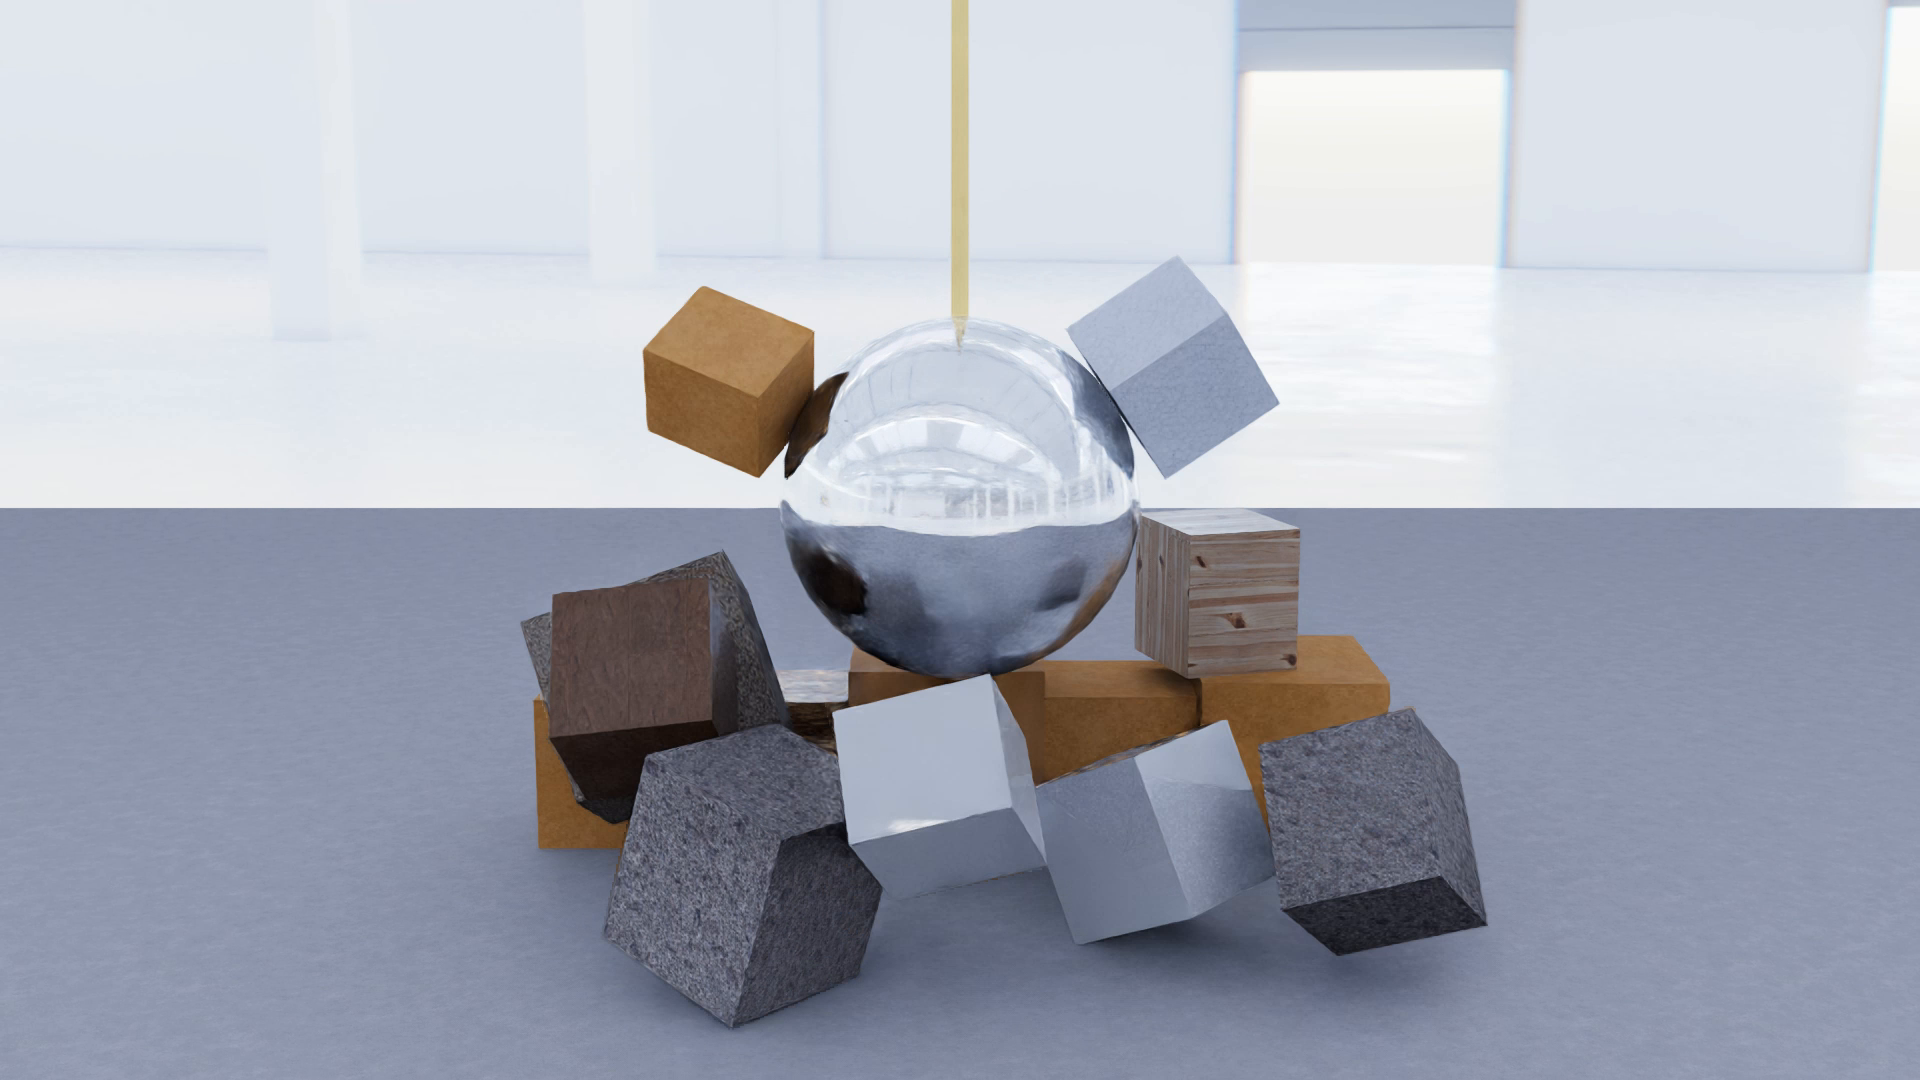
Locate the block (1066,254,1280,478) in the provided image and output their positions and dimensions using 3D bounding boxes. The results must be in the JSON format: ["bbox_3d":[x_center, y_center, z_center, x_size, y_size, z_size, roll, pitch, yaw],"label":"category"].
[{"bbox_3d":[0.931,-0.766,9.679,0.596,0.553,0.606,-34,35,4],"label":"block"}]

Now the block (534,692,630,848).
[{"bbox_3d":[-1.694,1.102,11.370,0.838,0.763,0.806,0,10,1],"label":"block"}]

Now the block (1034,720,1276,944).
[{"bbox_3d":[0.846,1.291,9.728,0.657,0.715,0.711,-15,-6,-45],"label":"block"}]

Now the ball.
[{"bbox_3d":[0.000,-0.184,9.728,1.600,1.600,1.600,0,10,0],"label":"ball"}]

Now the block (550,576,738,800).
[{"bbox_3d":[-1.356,0.648,9.531,0.680,0.685,0.644,-6,-31,2],"label":"block"}]

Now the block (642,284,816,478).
[{"bbox_3d":[-1.013,-0.701,9.711,0.577,0.501,0.483,23,51,15],"label":"block"}]

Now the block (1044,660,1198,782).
[{"bbox_3d":[0.800,1.095,11.364,0.753,0.780,0.780,0,10,0],"label":"block"}]

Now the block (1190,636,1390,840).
[{"bbox_3d":[1.648,1.041,11.378,0.922,0.882,1.057,0,10,0],"label":"block"}]

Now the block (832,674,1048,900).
[{"bbox_3d":[-0.074,0.972,8.577,0.634,0.561,0.618,-14,-31,8],"label":"block"}]

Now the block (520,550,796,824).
[{"bbox_3d":[-1.391,0.719,10.434,0.988,0.880,0.897,-20,-14,-3],"label":"block"}]

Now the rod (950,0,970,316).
[{"bbox_3d":[0.000,-3.579,9.915,0.080,5.200,0.080,0,-3,0],"label":"rod"}]

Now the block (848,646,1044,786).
[{"bbox_3d":[-0.065,1.023,11.363,0.967,0.922,0.881,0,10,0],"label":"block"}]

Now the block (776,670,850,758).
[{"bbox_3d":[-0.913,1.113,11.365,0.697,0.744,0.693,0,10,0],"label":"block"}]

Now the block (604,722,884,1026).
[{"bbox_3d":[-0.848,1.360,9.111,0.754,0.848,0.799,27,21,31],"label":"block"}]

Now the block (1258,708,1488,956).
[{"bbox_3d":[1.755,1.254,9.345,0.670,0.733,0.748,-16,-31,21],"label":"block"}]

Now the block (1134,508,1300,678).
[{"bbox_3d":[1.301,0.257,11.212,0.594,0.720,0.683,-3,11,-18],"label":"block"}]
